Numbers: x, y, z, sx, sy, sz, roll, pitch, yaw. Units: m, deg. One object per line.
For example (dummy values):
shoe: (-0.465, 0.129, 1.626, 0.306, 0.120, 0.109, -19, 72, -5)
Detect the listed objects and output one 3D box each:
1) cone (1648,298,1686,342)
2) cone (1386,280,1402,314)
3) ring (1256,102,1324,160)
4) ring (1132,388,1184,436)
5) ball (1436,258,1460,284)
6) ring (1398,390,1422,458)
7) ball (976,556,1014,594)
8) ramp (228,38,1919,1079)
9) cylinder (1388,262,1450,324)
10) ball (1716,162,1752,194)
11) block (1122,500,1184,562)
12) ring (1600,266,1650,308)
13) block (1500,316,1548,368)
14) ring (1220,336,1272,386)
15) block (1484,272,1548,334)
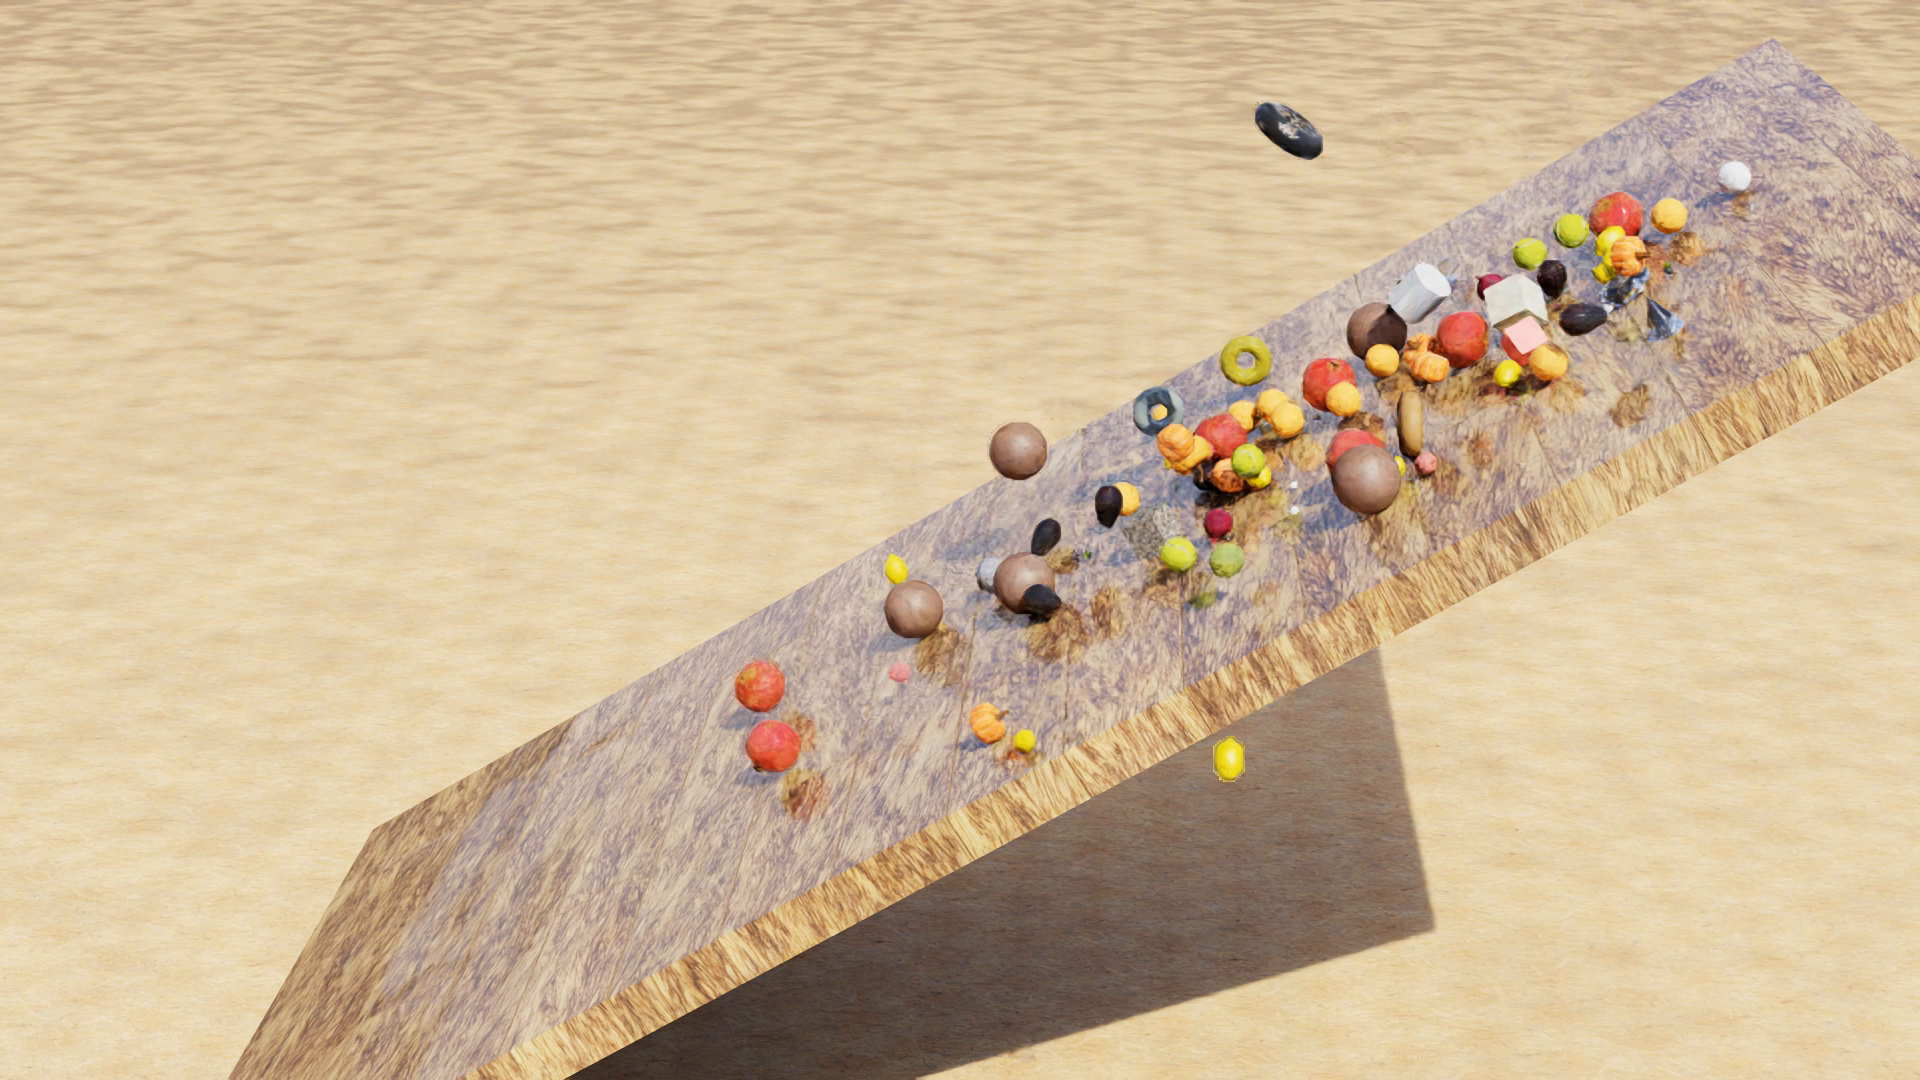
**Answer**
cone: (1.293, -0.419, 5.454, 0.076, 0.076, 0.076, -30, 15, 9)
cone: (0.922, -0.497, 6.191, 0.071, 0.071, 0.071, -42, 30, -7)
ring: (0.619, -0.769, 5.525, 0.147, 0.049, 0.147, 29, 25, -15)
ring: (0.432, -0.279, 6.403, 0.115, 0.115, 0.038, -3, 37, -7)
ball: (1.079, -0.595, 6.501, 0.056, 0.056, 0.056, 0, 19, 0)
ring: (0.860, -0.222, 5.621, 0.043, 0.130, 0.130, -2, 19, 7)
ball: (0.075, 0.076, 6.365, 0.081, 0.081, 0.081, 0, 19, 0)
ramp: (0.141, 0.169, 6.289, 4.000, 0.100, 2.000, -29, 15, 13)
cylinder: (0.949, -0.508, 6.076, 0.090, 0.090, 0.090, 24, 41, -23)
ball: (1.558, -0.729, 5.921, 0.067, 0.067, 0.067, 0, 19, 0)
block: (0.394, -0.019, 6.018, 0.079, 0.079, 0.079, -22, 18, 35)
ring: (1.299, -0.495, 5.745, 0.111, 0.037, 0.111, -36, 10, 8)
block: (1.096, -0.384, 5.712, 0.062, 0.062, 0.062, -29, 69, -8)
ring: (0.640, -0.401, 6.581, 0.117, 0.117, 0.039, 2, 20, 6)
block: (1.113, -0.468, 5.888, 0.084, 0.084, 0.084, -26, -33, 34)
